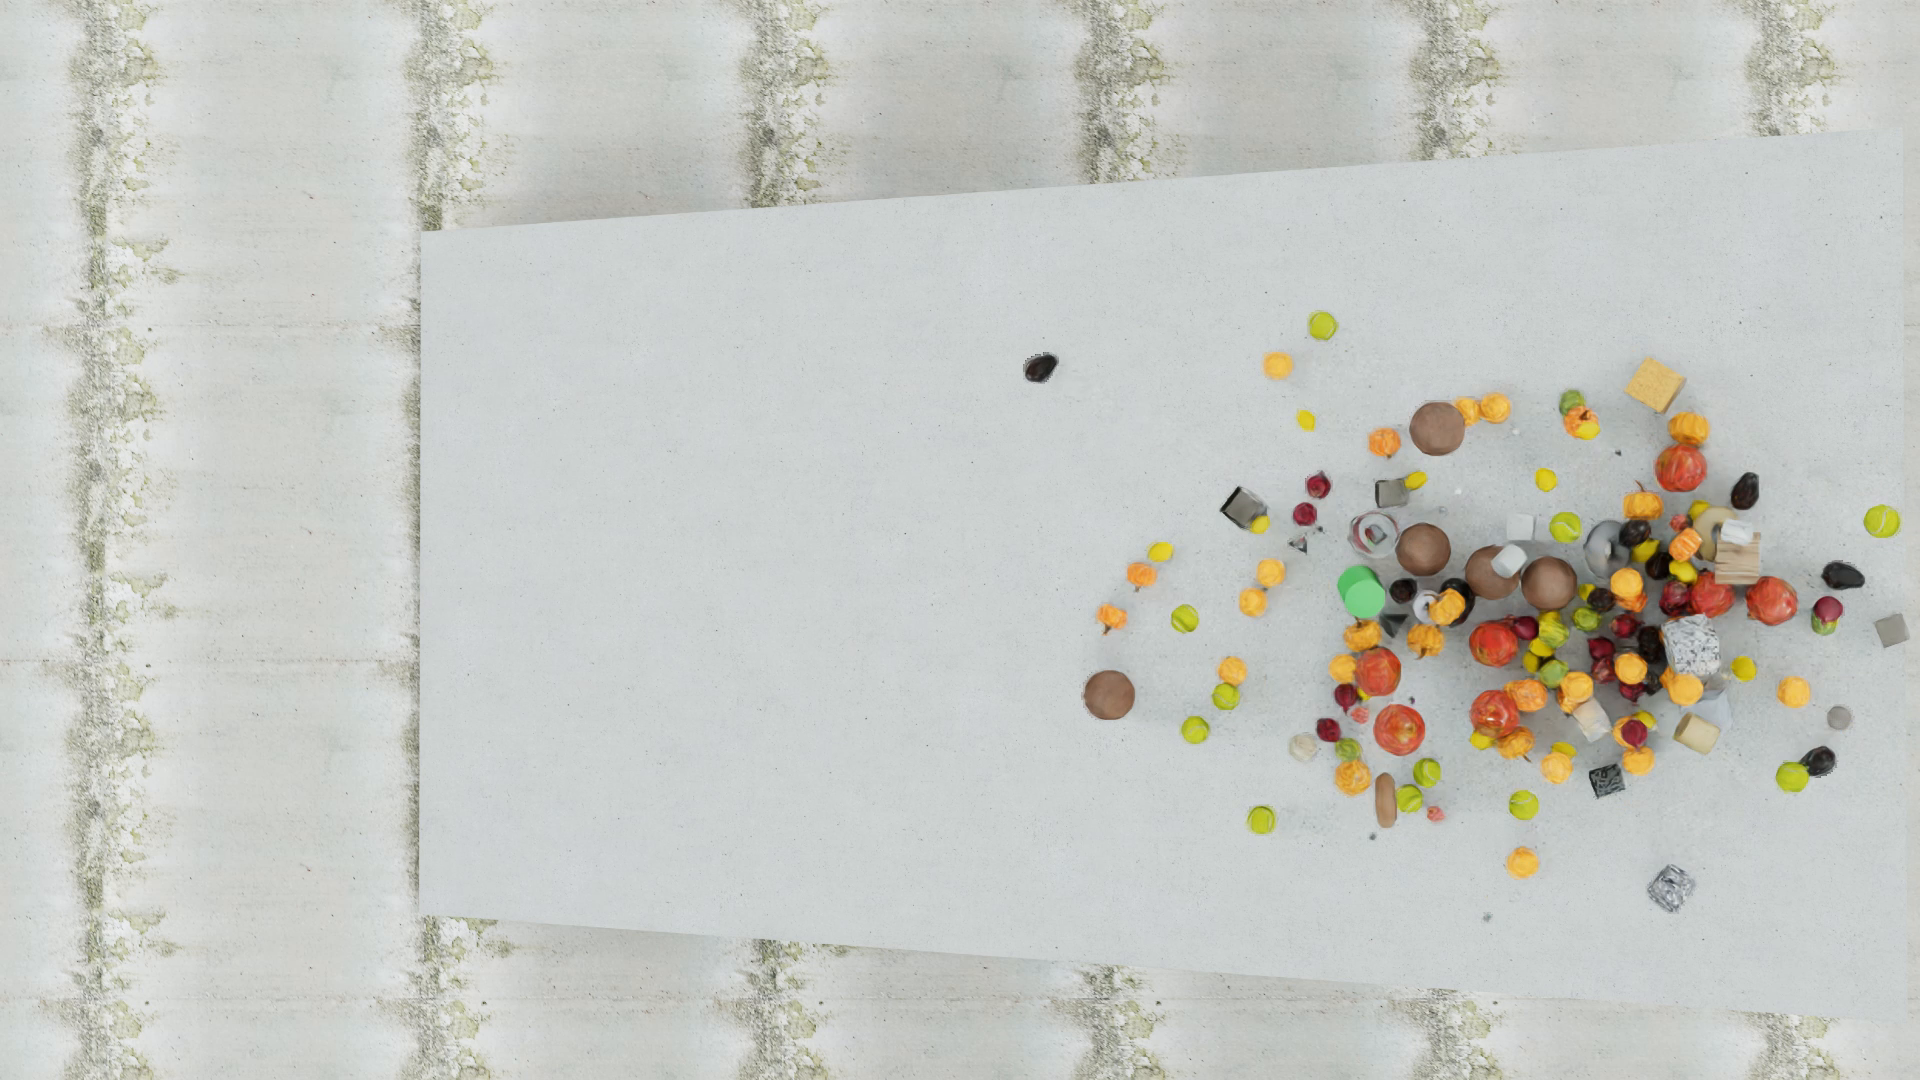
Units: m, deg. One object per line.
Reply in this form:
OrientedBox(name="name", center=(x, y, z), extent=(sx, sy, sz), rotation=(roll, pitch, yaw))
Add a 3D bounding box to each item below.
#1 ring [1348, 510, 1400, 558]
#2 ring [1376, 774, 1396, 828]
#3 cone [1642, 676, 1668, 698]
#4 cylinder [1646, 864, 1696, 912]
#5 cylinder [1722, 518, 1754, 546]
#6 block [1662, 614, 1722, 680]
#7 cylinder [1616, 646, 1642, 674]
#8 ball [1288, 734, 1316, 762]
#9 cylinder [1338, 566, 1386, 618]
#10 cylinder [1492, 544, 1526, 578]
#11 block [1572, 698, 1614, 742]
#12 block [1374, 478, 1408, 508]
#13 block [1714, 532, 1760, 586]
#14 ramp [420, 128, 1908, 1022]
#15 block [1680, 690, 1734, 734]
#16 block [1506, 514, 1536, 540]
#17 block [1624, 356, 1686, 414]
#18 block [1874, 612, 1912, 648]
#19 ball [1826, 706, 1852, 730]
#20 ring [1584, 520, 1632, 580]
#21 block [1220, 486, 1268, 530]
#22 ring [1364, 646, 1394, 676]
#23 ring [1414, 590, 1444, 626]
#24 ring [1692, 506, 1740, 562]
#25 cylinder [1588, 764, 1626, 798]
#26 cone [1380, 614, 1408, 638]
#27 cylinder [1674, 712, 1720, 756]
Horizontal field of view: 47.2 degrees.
OrientedBox(name="ring", center=(0.985, -0.014, 5.230), extent=(0.123, 0.041, 0.123), rotation=(-1, 71, 2))
OrientedBox(name="ring", center=(0.999, 0.612, 5.161), extent=(0.044, 0.131, 0.131), rotation=(-2, 89, 8))
OrientedBox(name="cone", center=(1.625, 0.330, 5.094), extent=(0.059, 0.059, 0.059), rotation=(-22, 89, -30))
OrientedBox(name="cylinder", center=(1.631, 0.798, 5.041), extent=(0.078, 0.078, 0.078), rotation=(41, 75, 0))
OrientedBox(name="cylinder", center=(1.717, -0.017, 4.856), extent=(0.051, 0.051, 0.051), rotation=(17, 89, 40))
OrientedBox(name="block", center=(1.646, 0.240, 4.950), extent=(0.097, 0.097, 0.097), rotation=(-14, 118, 8))
OrientedBox(name="cylinder", center=(1.551, 0.280, 5.105), extent=(0.057, 0.057, 0.057), rotation=(-4, 96, 0))
OrientedBox(name="ball", center=(0.829, 0.503, 5.328), extent=(0.067, 0.067, 0.067), rotation=(0, 89, 0))
OrientedBox(name="cylinder", center=(0.970, 0.124, 5.311), extent=(0.098, 0.098, 0.098), rotation=(0, 111, -1))
OrientedBox(name="cylinder", center=(1.270, 0.049, 5.088), extent=(0.057, 0.057, 0.057), rotation=(-43, 89, -18))
OrientedBox(name="block", center=(1.466, 0.418, 5.097), extent=(0.061, 0.061, 0.061), rotation=(-31, 46, 7))
OrientedBox(name="block", center=(1.044, -0.112, 5.321), extent=(0.064, 0.064, 0.064), rotation=(-5, 87, 22))
OrientedBox(name="block", center=(1.737, 0.041, 4.914), extent=(0.090, 0.090, 0.090), rotation=(2, 69, 18))
OrientedBox(name="ramp", center=(0.283, 0.086, 5.724), extent=(4.000, 0.100, 2.000), rotation=(0, 89, 23))
OrientedBox(name="block", center=(1.703, 0.396, 5.014), extent=(0.083, 0.083, 0.083), rotation=(-12, 97, 33))
OrientedBox(name="block", center=(1.329, -0.030, 5.204), extent=(0.059, 0.059, 0.059), rotation=(3, 90, 23))
OrientedBox(name="block", center=(1.605, -0.356, 5.073), extent=(0.095, 0.095, 0.095), rotation=(35, 102, 19))
OrientedBox(name="block", center=(2.074, 0.200, 4.890), extent=(0.061, 0.061, 0.061), rotation=(-23, 81, 21))
OrientedBox(name="ball", center=(1.973, 0.400, 4.934), extent=(0.054, 0.054, 0.054), rotation=(0, 89, 0))
OrientedBox(name="ring", center=(1.497, 0.022, 5.077), extent=(0.139, 0.046, 0.139), rotation=(-5, 98, -35))
OrientedBox(name="block", center=(0.704, -0.078, 5.456), extent=(0.076, 0.076, 0.076), rotation=(42, 104, 18))
OrientedBox(name="ring", center=(1.011, 0.292, 5.312), extent=(0.026, 0.077, 0.077), rotation=(35, 89, -41))
OrientedBox(name="ring", center=(1.127, 0.163, 5.285), extent=(0.030, 0.089, 0.089), rotation=(-15, 89, -34))
OrientedBox(name="ring", center=(1.725, -0.013, 5.010), extent=(0.130, 0.043, 0.130), rotation=(-1, 93, -18))
OrientedBox(name="cylinder", center=(1.503, 0.558, 5.104), extent=(0.065, 0.065, 0.065), rotation=(-21, 89, 21))
OrientedBox(name="cone", center=(1.061, 0.195, 5.329), extent=(0.064, 0.064, 0.064), rotation=(-28, 89, -7))
OrientedBox(name="cylinder", center=(1.657, 0.436, 4.946), extent=(0.072, 0.072, 0.072), rotation=(28, 89, 3))
